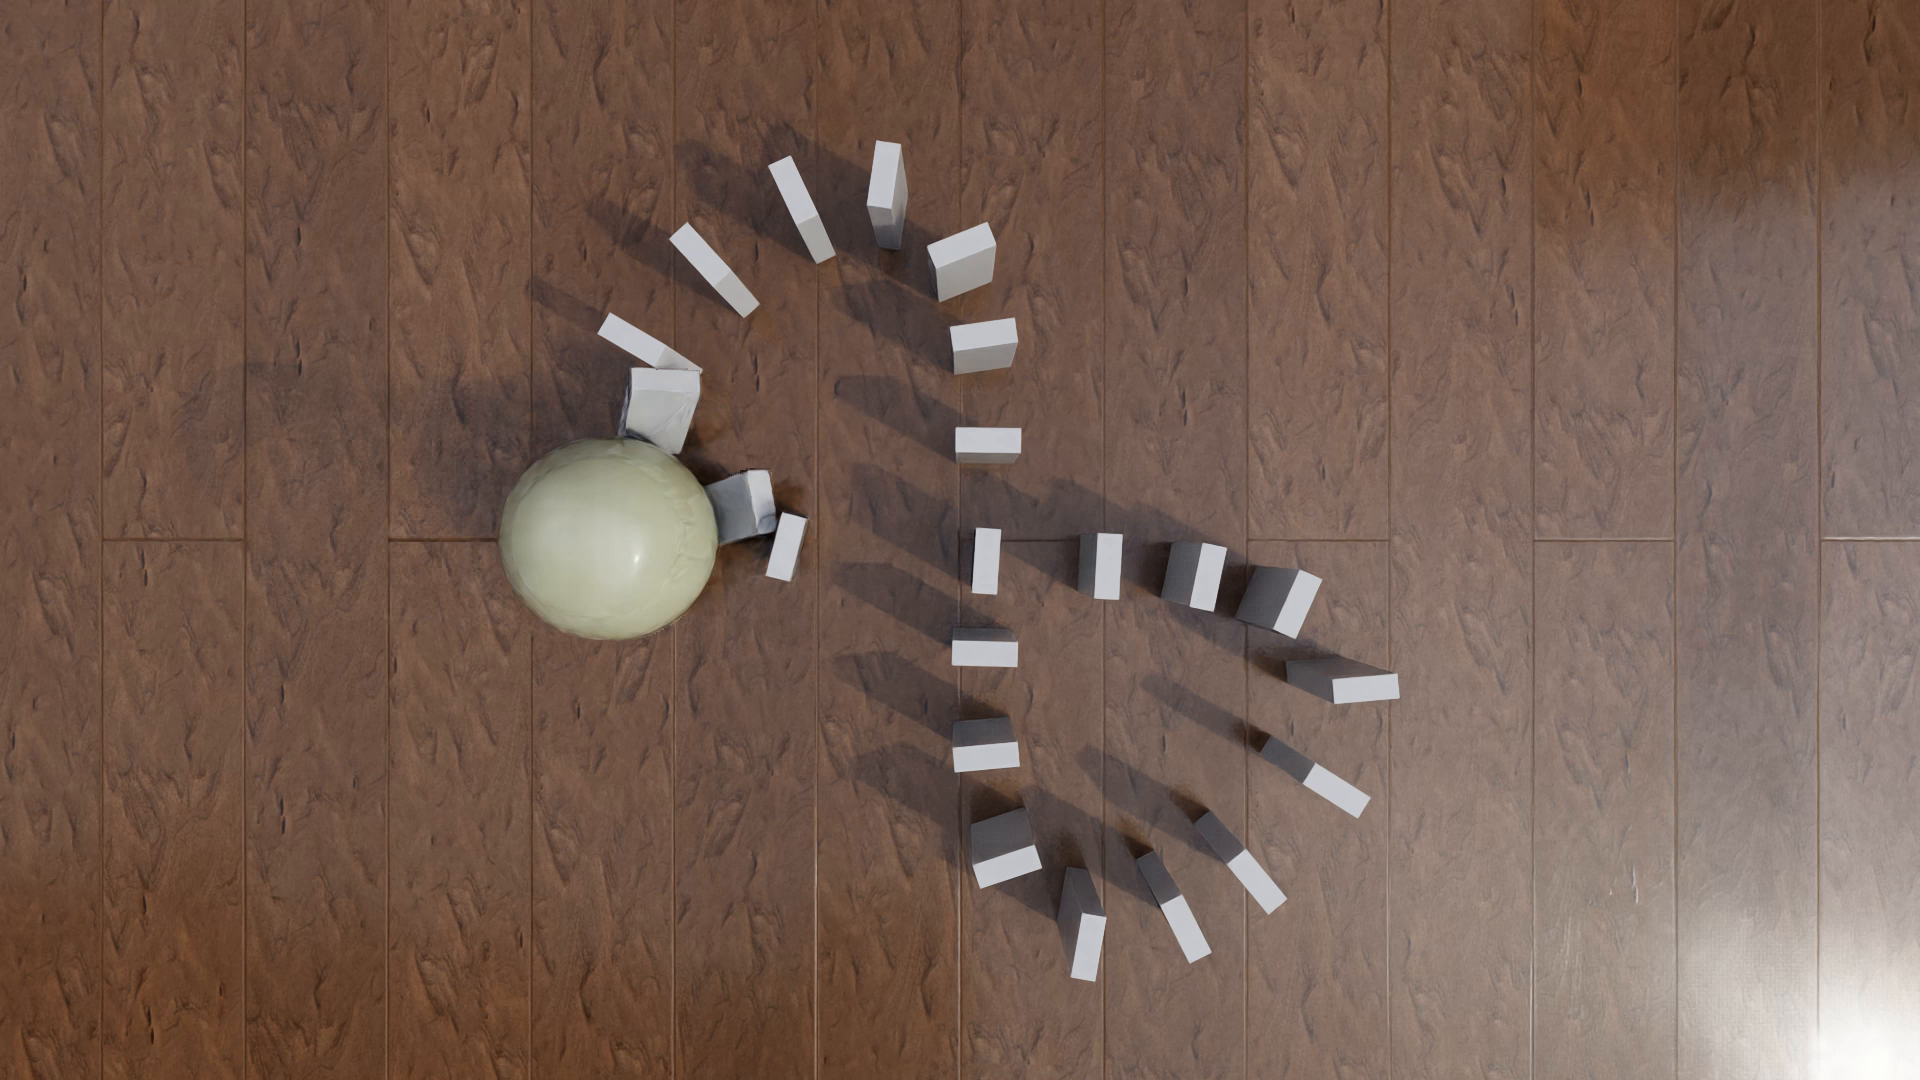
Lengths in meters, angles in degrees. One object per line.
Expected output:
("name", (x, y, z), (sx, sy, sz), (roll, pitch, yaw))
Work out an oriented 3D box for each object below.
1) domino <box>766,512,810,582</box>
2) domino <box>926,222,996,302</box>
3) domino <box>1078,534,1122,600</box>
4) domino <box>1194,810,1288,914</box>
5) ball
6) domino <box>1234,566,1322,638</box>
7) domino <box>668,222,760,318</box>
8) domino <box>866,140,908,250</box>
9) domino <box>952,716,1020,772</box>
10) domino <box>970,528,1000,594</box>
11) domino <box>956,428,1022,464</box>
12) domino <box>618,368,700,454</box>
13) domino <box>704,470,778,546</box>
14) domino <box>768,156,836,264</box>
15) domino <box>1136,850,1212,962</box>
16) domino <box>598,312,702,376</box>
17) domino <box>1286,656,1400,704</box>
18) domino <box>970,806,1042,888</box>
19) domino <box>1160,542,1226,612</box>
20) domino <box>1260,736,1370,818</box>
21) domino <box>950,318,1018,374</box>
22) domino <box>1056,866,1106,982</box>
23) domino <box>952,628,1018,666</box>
("domino", (-0.070, 0.002, 0.374), (0.009, 0.050, 0.025), (14, 90, -8))
("domino", (0.001, -0.113, 0.375), (0.025, 0.050, 0.009), (-22, 90, 0))
("domino", (0.057, 0.010, 0.375), (0.010, 0.050, 0.025), (3, 90, 0))
("domino", (0.113, 0.131, 0.375), (0.009, 0.050, 0.025), (-40, 90, 0))
("ball", (-0.136, -0.001, 0.359), (0.080, 0.080, 0.080), (0, 90, 0))
("domino", (0.129, 0.025, 0.375), (0.010, 0.050, 0.025), (24, 90, 0))
("domino", (-0.099, -0.109, 0.375), (0.010, 0.050, 0.025), (-43, 90, 0))
("domino", (-0.029, -0.140, 0.375), (0.010, 0.050, 0.025), (8, 90, 0))
("domino", (0.010, 0.083, 0.375), (0.025, 0.050, 0.010), (-5, 90, 0))
("domino", (0.010, 0.008, 0.375), (0.009, 0.050, 0.025), (4, 90, 0))
("domino", (0.011, -0.038, 0.375), (0.025, 0.050, 0.009), (1, 90, 0))
("domino", (-0.123, -0.051, 0.372), (0.025, 0.050, 0.010), (-1, 66, -27))
("domino", (-0.094, -0.012, 0.378), (0.010, 0.050, 0.025), (-10, 90, -43))
("domino", (-0.064, -0.134, 0.375), (0.010, 0.050, 0.025), (-25, 90, 0))
("domino", (0.086, 0.149, 0.375), (0.010, 0.050, 0.025), (-27, 90, 0))
("domino", (-0.125, -0.077, 0.375), (0.025, 0.050, 0.010), (30, 90, 0))
("domino", (0.155, 0.057, 0.375), (0.025, 0.050, 0.010), (-5, 90, 0))
("domino", (0.018, 0.125, 0.375), (0.025, 0.050, 0.009), (-18, 90, 0))
("domino", (0.095, 0.014, 0.375), (0.010, 0.050, 0.025), (12, 90, 0))
("domino", (0.144, 0.096, 0.375), (0.025, 0.050, 0.009), (32, 90, 0))
("domino", (0.009, -0.079, 0.375), (0.025, 0.050, 0.009), (-8, 90, 0))
("domino", (0.049, 0.156, 0.375), (0.010, 0.050, 0.025), (10, 90, 0))
("domino", (0.009, 0.043, 0.375), (0.025, 0.050, 0.009), (2, 90, 0))
